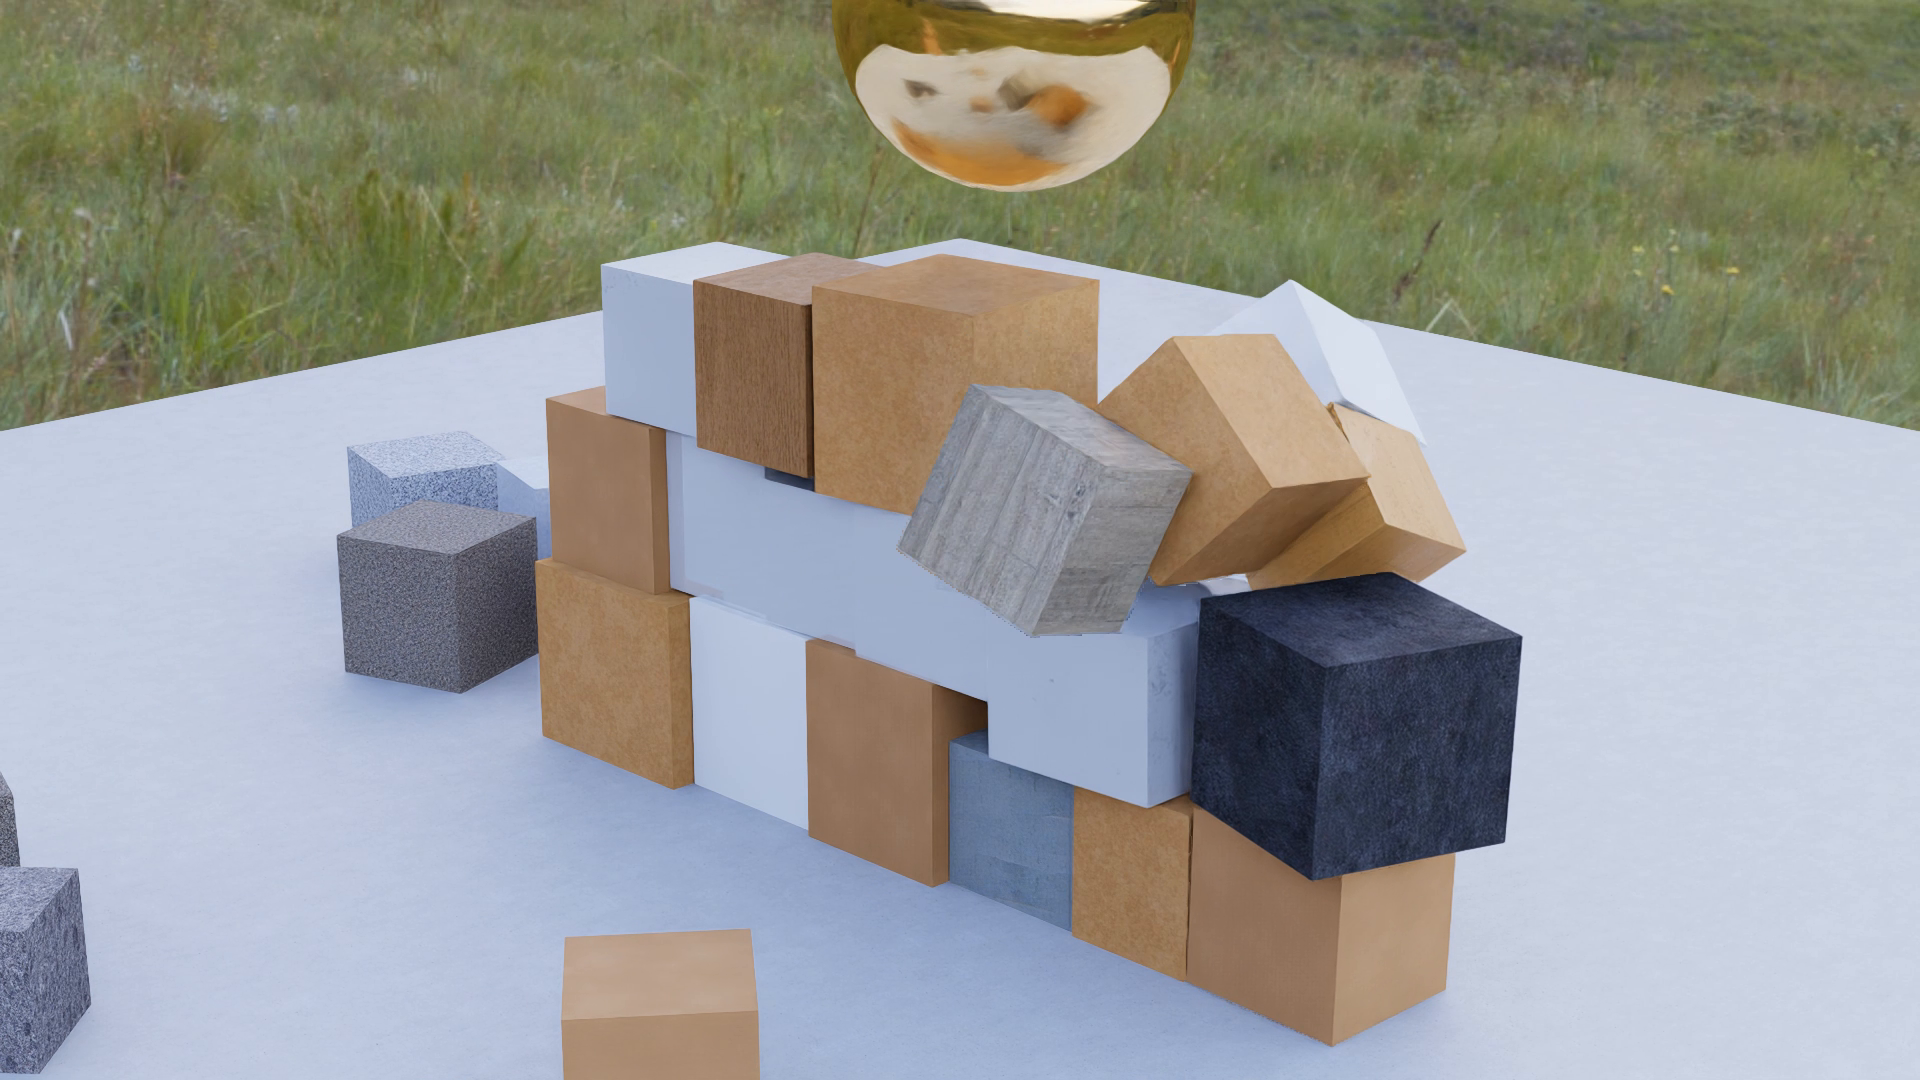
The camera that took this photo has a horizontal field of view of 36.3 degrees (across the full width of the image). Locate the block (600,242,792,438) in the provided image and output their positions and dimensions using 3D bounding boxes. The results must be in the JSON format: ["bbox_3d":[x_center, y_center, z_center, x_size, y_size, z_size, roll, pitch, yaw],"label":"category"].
[{"bbox_3d":[-1.188,-0.976,14.218,0.772,0.737,0.754,16,23,41],"label":"block"}]

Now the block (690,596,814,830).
[{"bbox_3d":[-0.716,0.750,14.351,0.868,0.965,0.819,17,24,42],"label":"block"}]

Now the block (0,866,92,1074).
[{"bbox_3d":[-3.929,1.725,11.830,0.599,0.615,0.616,1,17,3],"label":"block"}]

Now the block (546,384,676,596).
[{"bbox_3d":[-1.479,-0.309,14.767,0.811,0.845,0.855,17,24,42],"label":"block"}]

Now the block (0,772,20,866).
[{"bbox_3d":[-4.550,1.379,12.841,0.728,0.670,0.658,-9,19,-26],"label":"block"}]

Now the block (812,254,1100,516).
[{"bbox_3d":[-0.017,-0.687,13.157,0.913,0.955,0.899,14,22,37],"label":"block"}]

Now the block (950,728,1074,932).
[{"bbox_3d":[0.461,1.244,13.237,0.661,0.689,0.781,-17,24,-42],"label":"block"}]

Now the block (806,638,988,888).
[{"bbox_3d":[-0.104,0.930,13.756,0.897,0.978,0.837,-17,24,-42],"label":"block"}]

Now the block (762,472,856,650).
[{"bbox_3d":[-0.431,0.035,13.797,0.666,0.706,0.726,15,23,43],"label":"block"}]

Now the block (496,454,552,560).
[{"bbox_3d":[-2.256,-0.050,17.199,0.709,0.783,0.651,-9,20,-27],"label":"block"}]

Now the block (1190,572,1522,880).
[{"bbox_3d":[1.589,0.729,11.877,0.934,0.883,0.904,-7,19,-26],"label":"block"}]

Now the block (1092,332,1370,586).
[{"bbox_3d":[1.043,-0.337,11.897,0.811,0.664,0.739,-7,60,-54],"label":"block"}]

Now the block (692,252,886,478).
[{"bbox_3d":[-0.692,-0.829,13.649,0.727,0.802,0.799,16,24,40],"label":"block"}]

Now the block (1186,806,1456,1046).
[{"bbox_3d":[1.505,1.500,12.227,0.754,0.790,0.787,-16,24,-42],"label":"block"}]

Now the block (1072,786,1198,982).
[{"bbox_3d":[0.988,1.360,12.748,0.752,0.760,0.653,-17,24,-42],"label":"block"}]

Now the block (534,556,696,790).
[{"bbox_3d":[-1.418,0.559,14.991,1.045,0.945,1.036,16,24,42],"label":"block"}]

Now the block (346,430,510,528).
[{"bbox_3d":[-3.219,-0.203,17.869,0.760,0.673,0.808,-10,20,-28],"label":"block"}]

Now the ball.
[{"bbox_3d":[0.235,-2.330,12.856,1.600,1.600,1.600,0,17,0],"label":"ball"}]

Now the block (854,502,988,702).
[{"bbox_3d":[0.120,0.178,13.257,0.802,0.755,0.884,-17,24,-42],"label":"block"}]

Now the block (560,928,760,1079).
[{"bbox_3d":[-1.133,1.933,11.134,0.718,0.636,0.709,-2,18,-6],"label":"block"}]

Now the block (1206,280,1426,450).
[{"bbox_3d":[1.463,-0.590,12.811,0.693,0.627,0.778,-33,-30,24],"label":"block"}]

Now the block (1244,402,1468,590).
[{"bbox_3d":[1.607,-0.086,12.471,0.683,0.609,0.647,-37,-32,29],"label":"block"}]

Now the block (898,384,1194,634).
[{"bbox_3d":[0.333,-0.118,11.345,0.691,0.708,0.654,33,17,29],"label":"block"}]

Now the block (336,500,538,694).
[{"bbox_3d":[-2.848,0.298,16.090,0.773,0.784,0.762,8,19,25],"label":"block"}]

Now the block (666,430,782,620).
[{"bbox_3d":[-0.919,-0.166,14.261,0.717,0.835,0.702,17,24,42],"label":"block"}]

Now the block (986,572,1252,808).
[{"bbox_3d":[0.767,0.584,12.704,0.909,0.739,0.923,-16,21,-43],"label":"block"}]
